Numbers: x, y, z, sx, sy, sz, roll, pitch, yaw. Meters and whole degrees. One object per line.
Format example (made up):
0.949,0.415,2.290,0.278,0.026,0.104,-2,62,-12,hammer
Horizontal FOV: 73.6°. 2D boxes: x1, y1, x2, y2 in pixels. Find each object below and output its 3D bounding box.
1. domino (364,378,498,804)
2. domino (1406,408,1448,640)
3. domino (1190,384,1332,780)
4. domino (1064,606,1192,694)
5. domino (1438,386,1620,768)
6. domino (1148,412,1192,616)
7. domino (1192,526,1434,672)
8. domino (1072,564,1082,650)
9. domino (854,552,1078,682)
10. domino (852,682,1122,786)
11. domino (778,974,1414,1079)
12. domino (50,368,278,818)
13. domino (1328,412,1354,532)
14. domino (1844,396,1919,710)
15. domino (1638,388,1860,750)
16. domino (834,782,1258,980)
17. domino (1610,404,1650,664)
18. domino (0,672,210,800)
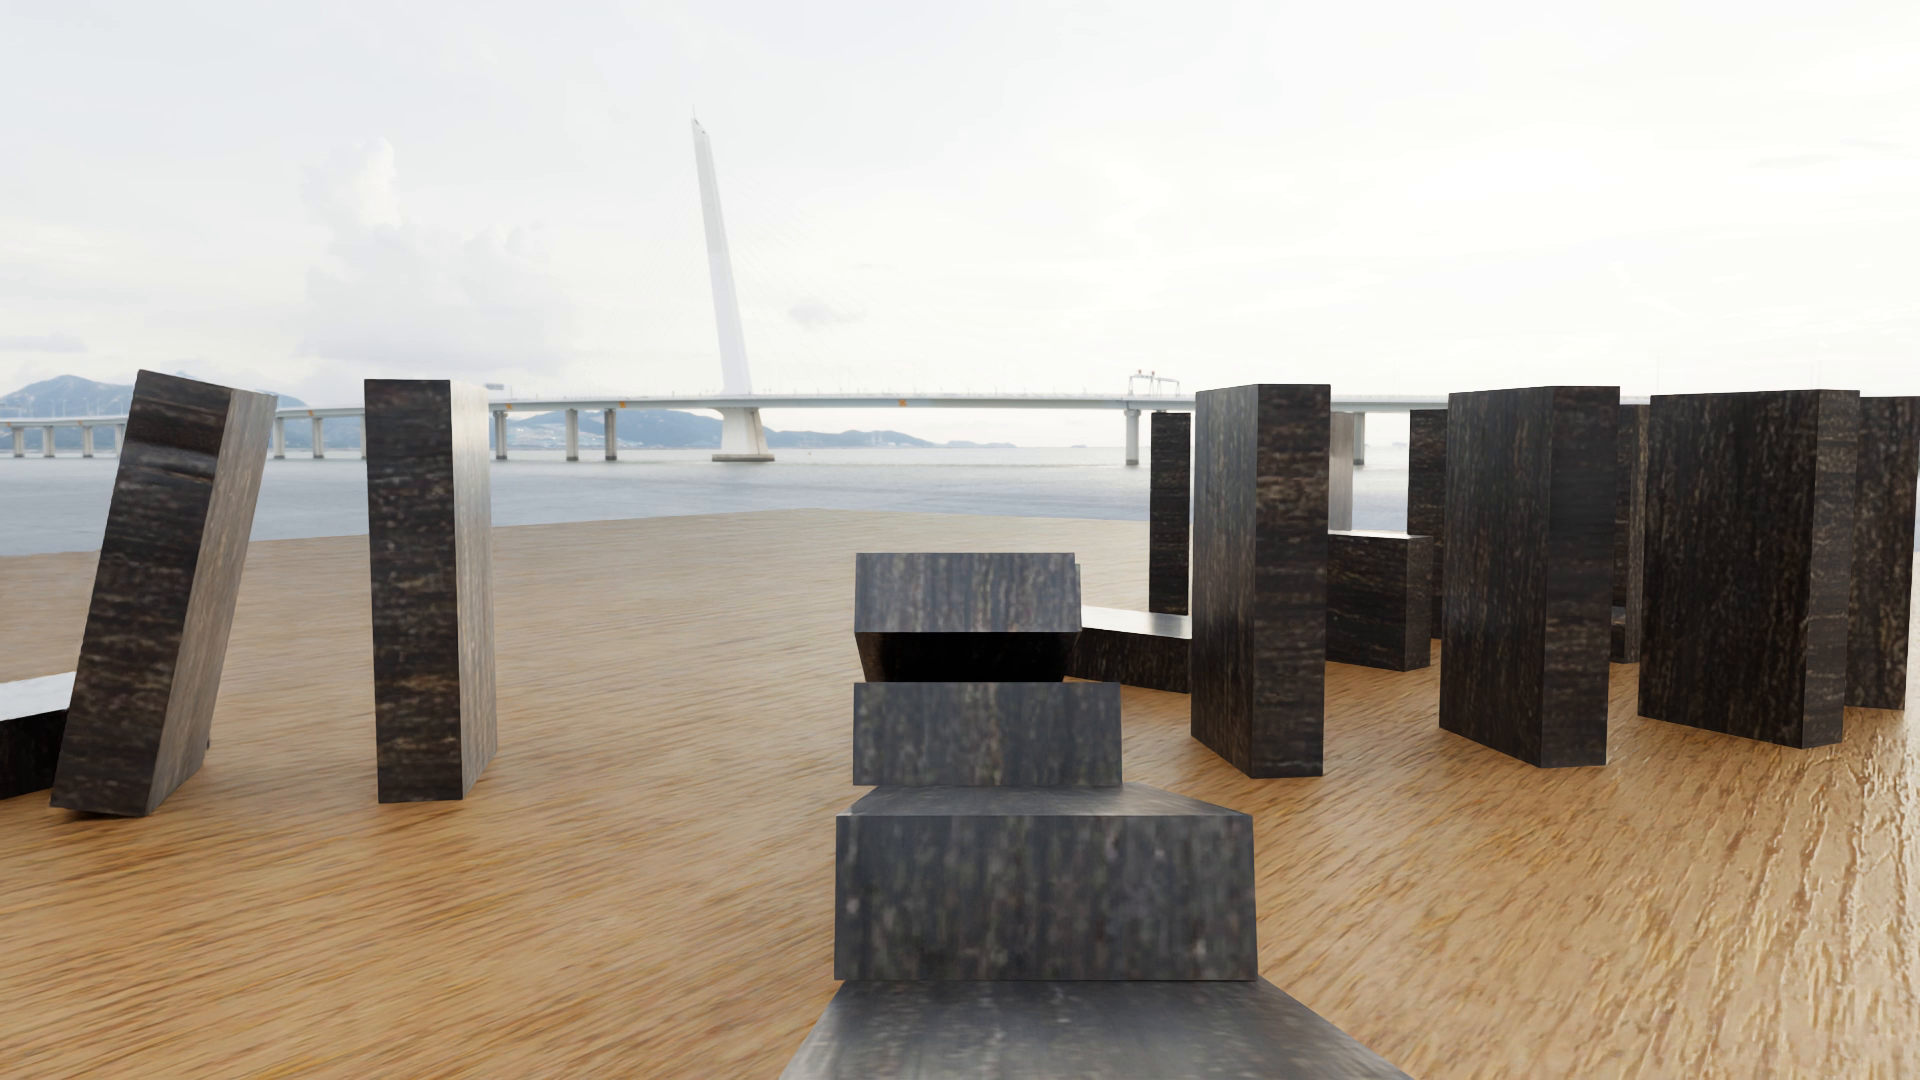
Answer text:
-0.067,0.005,0.163,0.010,0.050,0.025,-1,4,-11,domino
0.111,-0.004,0.289,0.009,0.050,0.025,4,6,42,domino
0.040,0.004,0.174,0.010,0.050,0.025,-1,4,-8,domino
0.028,0.020,0.244,0.050,0.010,0.025,4,6,41,domino
0.079,0.004,0.180,0.009,0.050,0.025,-1,4,-10,domino
0.053,-0.007,0.321,0.010,0.050,0.025,1,4,10,domino
0.070,0.011,0.260,0.009,0.025,0.050,-4,6,-41,domino
0.004,0.015,0.200,0.025,0.010,0.050,0,-16,0,domino
0.001,0.015,0.168,0.025,0.010,0.050,0,-21,0,domino
0.002,0.022,0.144,0.025,0.009,0.050,0,-8,0,domino
0.005,0.027,0.057,0.025,0.009,0.050,0,-11,1,domino
-0.096,0.005,0.157,0.010,0.050,0.025,12,1,-18,domino
0.086,-0.006,0.308,0.010,0.050,0.025,3,5,31,domino
0.142,0.002,0.213,0.025,0.050,0.009,2,5,28,domino
0.116,0.003,0.190,0.009,0.050,0.025,-2,5,-26,domino
0.005,0.025,0.101,0.025,0.009,0.050,0,-8,0,domino
0.137,-0.002,0.256,0.025,0.050,0.010,-2,5,-28,domino
-0.125,0.026,0.160,0.025,0.010,0.050,2,5,21,domino
